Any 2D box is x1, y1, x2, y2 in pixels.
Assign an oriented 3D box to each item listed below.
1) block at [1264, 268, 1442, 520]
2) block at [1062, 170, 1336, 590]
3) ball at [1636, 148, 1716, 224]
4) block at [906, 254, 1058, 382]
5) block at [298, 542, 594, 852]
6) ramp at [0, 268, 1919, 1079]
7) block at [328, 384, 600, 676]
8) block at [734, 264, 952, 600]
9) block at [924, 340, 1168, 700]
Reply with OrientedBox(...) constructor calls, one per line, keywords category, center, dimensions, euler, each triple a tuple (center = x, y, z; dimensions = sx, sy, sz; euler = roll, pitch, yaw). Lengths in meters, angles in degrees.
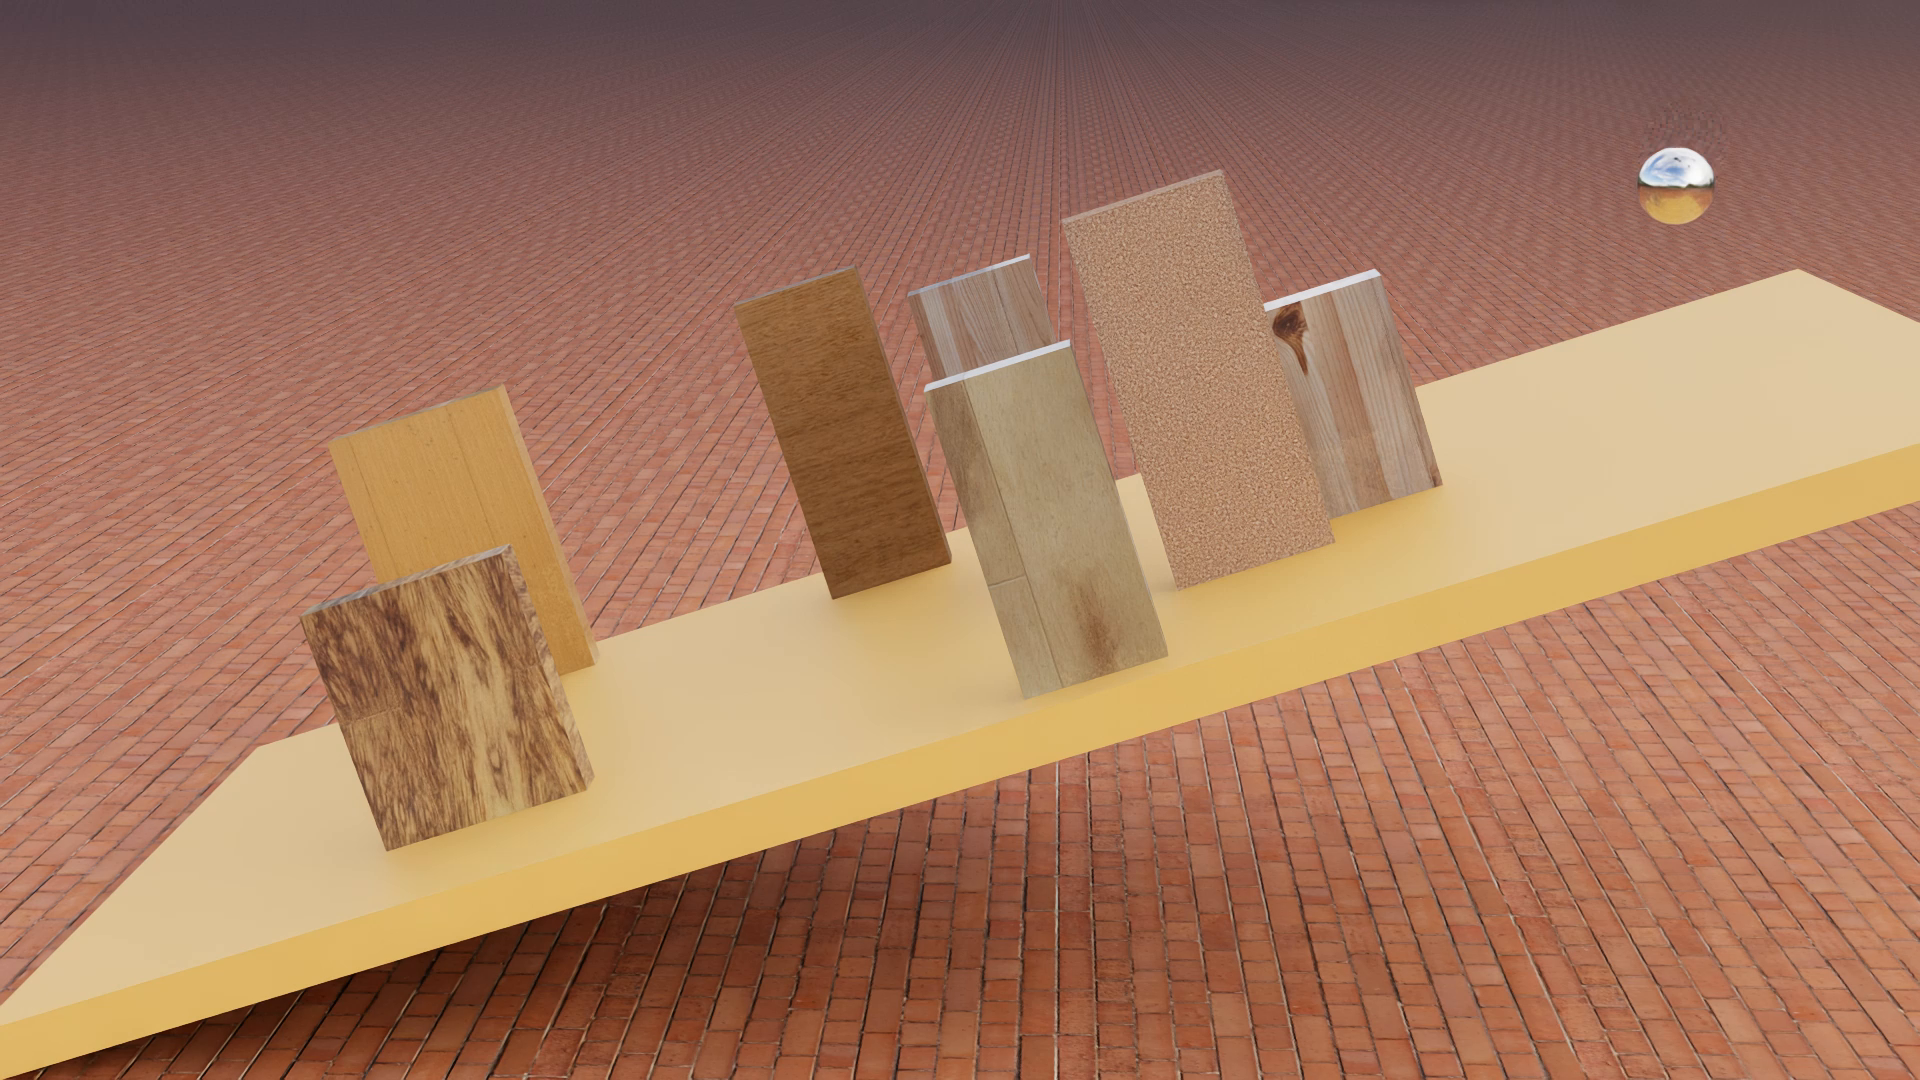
OrientedBox(category="block", center=(0.741, -0.280, 6.081), dimensions=(0.388, 0.453, 0.119), euler=(-17, 10, 5))
OrientedBox(category="block", center=(0.476, -0.316, 5.850), dimensions=(0.328, 0.768, 0.109), euler=(-17, 10, 5))
OrientedBox(category="ball", center=(1.480, -0.732, 6.081), dimensions=(0.159, 0.159, 0.159), euler=(0, 12, 0))
OrientedBox(category="block", center=(0.121, -0.270, 6.503), dimensions=(0.280, 0.664, 0.091), euler=(-17, 10, 5))
OrientedBox(category="block", center=(-1.019, 0.314, 5.862), dimensions=(0.427, 0.504, 0.100), euler=(-17, 10, 5))
OrientedBox(category="ramp", center=(0.101, 0.183, 6.310), dimensions=(4.000, 0.100, 2.000), euler=(-17, 10, 5))
OrientedBox(category="block", center=(-1.192, 0.027, 7.088), dimensions=(0.432, 0.706, 0.087), euler=(-17, 10, 5))
OrientedBox(category="block", center=(-0.272, -0.251, 6.895), dimensions=(0.294, 0.729, 0.088), euler=(-17, 10, 5))
OrientedBox(category="block", center=(0.160, -0.036, 5.399), dimensions=(0.277, 0.601, 0.093), euler=(-17, 10, 5))
